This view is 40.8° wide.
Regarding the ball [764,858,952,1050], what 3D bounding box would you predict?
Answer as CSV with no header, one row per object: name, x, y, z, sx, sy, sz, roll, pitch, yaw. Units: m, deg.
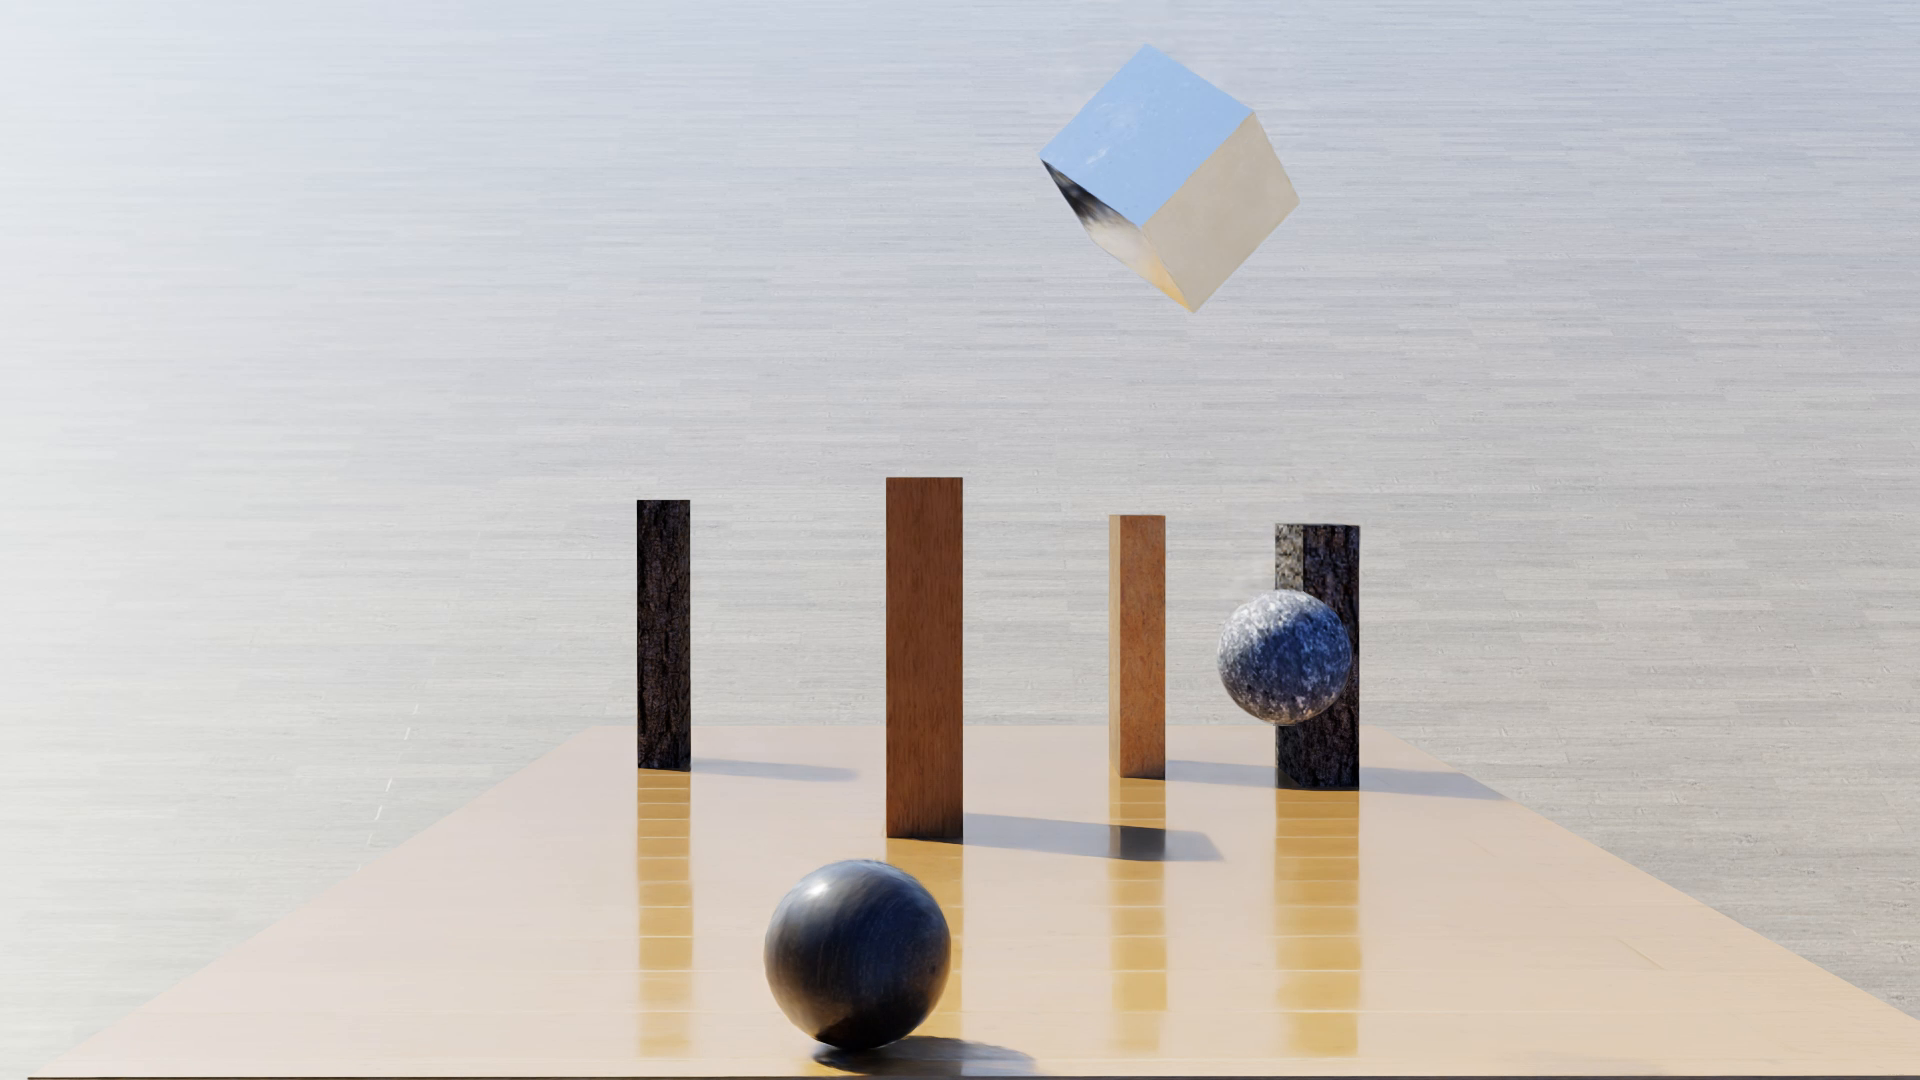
ball,-0.108,0.437,2.727,0.199,0.199,0.199,0,27,0

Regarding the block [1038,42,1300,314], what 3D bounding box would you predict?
block,0.194,-0.333,2.383,0.146,0.146,0.146,-46,54,-4

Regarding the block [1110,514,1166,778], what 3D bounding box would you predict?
block,0.380,0.218,5.560,0.094,0.544,0.391,0,1,0

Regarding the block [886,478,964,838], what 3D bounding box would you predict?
block,-0.061,0.198,4.591,0.132,0.616,0.360,0,1,0

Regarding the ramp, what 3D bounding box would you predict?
ramp,0.062,0.556,4.593,2.000,0.100,4.000,0,1,0

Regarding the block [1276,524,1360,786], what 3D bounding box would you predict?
block,0.745,0.230,5.406,0.115,0.525,0.440,0,1,0

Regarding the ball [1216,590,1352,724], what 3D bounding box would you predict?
ball,0.354,0.127,2.821,0.146,0.146,0.146,0,27,0

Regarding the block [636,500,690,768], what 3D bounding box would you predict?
block,-0.650,0.200,5.677,0.090,0.578,0.246,0,1,0
